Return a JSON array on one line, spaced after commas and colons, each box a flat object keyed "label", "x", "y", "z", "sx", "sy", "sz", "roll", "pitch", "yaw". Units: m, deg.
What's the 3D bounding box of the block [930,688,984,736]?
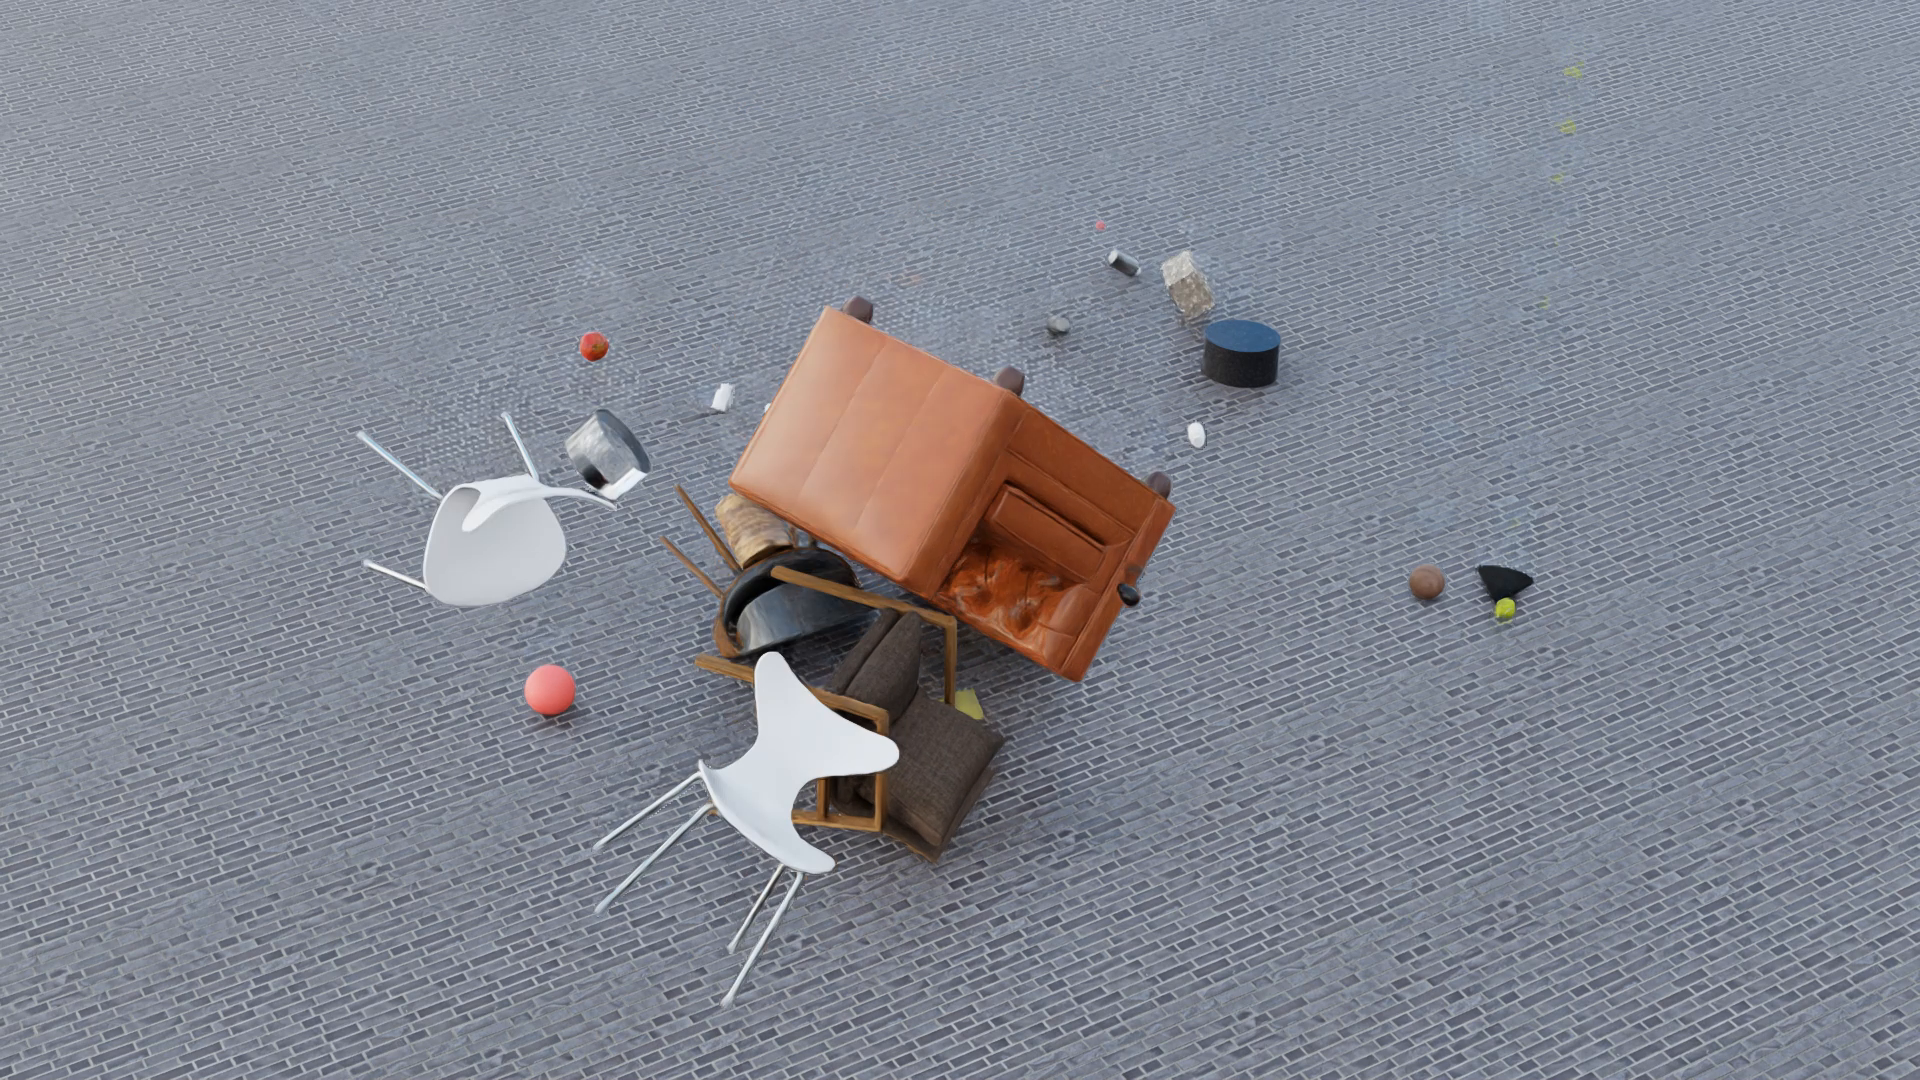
[{"label": "block", "x": -0.010, "y": 0.580, "z": 9.896, "sx": 0.105, "sy": 0.126, "sz": 0.108, "roll": -12, "pitch": 74, "yaw": -38}]

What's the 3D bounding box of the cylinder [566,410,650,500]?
[{"label": "cylinder", "x": -1.283, "y": -0.311, "z": 10.686, "sx": 0.294, "sy": 0.159, "sz": 0.244, "roll": 52, "pitch": 17, "yaw": 4}]

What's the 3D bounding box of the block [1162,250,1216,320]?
[{"label": "block", "x": 0.961, "y": -1.072, "z": 12.347, "sx": 0.133, "sy": 0.183, "sz": 0.238, "roll": -30, "pitch": 25, "yaw": 13}]

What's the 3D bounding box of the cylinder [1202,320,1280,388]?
[{"label": "cylinder", "x": 1.147, "y": -0.758, "z": 11.943, "sx": 0.313, "sy": 0.168, "sz": 0.257, "roll": 14, "pitch": 36, "yaw": 20}]

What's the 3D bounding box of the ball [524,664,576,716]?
[{"label": "ball", "x": -1.399, "y": 0.512, "z": 10.010, "sx": 0.173, "sy": 0.173, "sz": 0.173, "roll": 0, "pitch": 33, "yaw": 0}]

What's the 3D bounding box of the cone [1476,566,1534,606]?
[{"label": "cone", "x": 1.956, "y": 0.184, "z": 10.602, "sx": 0.211, "sy": 0.172, "sz": 0.120, "roll": 11, "pitch": 71, "yaw": 22}]

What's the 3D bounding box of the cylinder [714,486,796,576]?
[{"label": "cylinder", "x": -0.725, "y": -0.030, "z": 10.364, "sx": 0.197, "sy": 0.224, "sz": 0.249, "roll": -34, "pitch": 67, "yaw": 17}]
